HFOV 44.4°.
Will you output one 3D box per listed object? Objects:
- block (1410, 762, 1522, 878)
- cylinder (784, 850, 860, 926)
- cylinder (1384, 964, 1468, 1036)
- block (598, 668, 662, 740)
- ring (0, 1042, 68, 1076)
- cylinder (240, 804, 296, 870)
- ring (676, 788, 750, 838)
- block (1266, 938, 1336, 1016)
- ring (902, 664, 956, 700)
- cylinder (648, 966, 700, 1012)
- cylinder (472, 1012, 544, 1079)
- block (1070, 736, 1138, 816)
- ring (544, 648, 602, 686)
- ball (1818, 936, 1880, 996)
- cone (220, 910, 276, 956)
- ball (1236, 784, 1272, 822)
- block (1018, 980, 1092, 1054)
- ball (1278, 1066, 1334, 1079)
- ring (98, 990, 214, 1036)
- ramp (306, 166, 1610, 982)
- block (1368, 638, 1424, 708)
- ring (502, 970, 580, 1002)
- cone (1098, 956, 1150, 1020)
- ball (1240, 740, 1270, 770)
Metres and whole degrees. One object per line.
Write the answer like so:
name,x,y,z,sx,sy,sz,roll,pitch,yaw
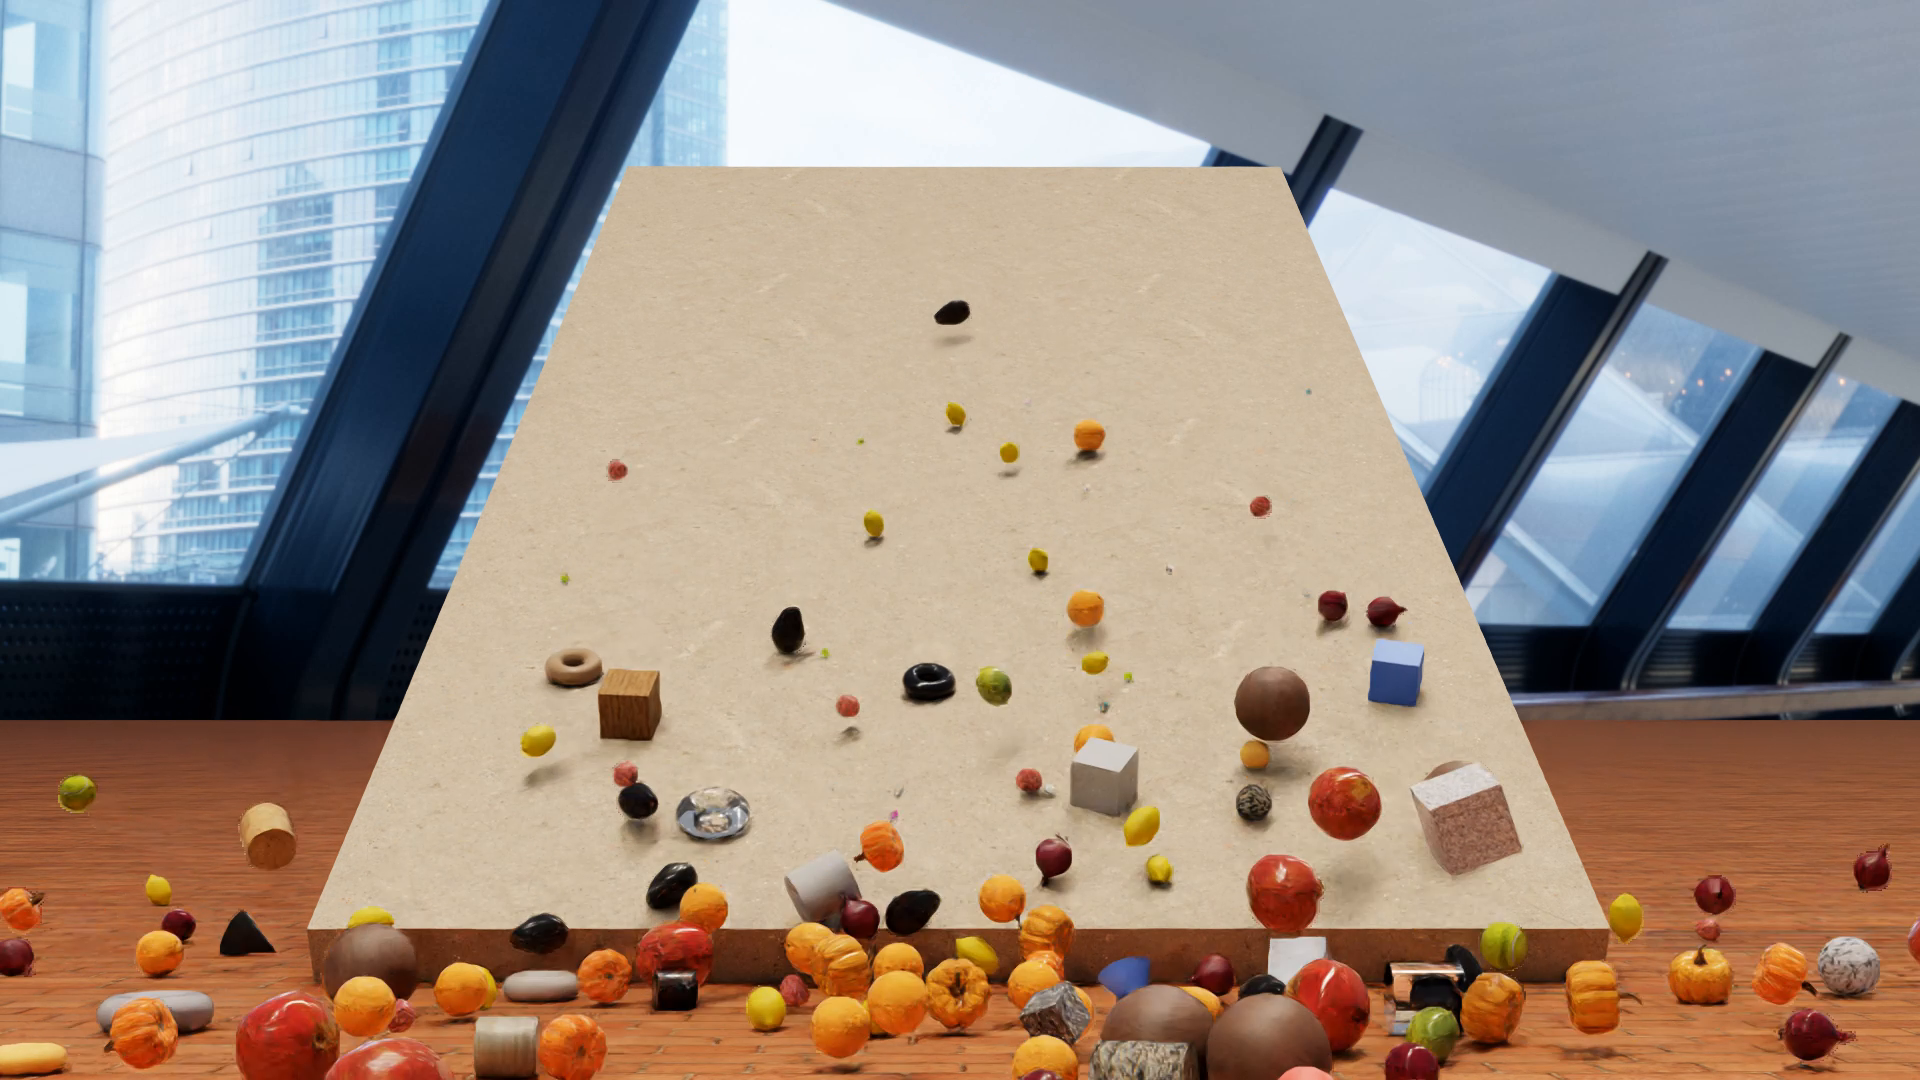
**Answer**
block,0.627,0.346,2.923,0.093,0.093,0.093,-21,13,0
cylinder,-0.211,0.534,3.610,0.087,0.087,0.087,-26,4,-17
cylinder,0.604,0.596,3.057,0.092,0.092,0.092,0,-4,1
block,-0.580,0.290,4.140,0.090,0.090,0.090,2,26,5
ring,-1.087,0.604,2.738,0.092,0.031,0.092,-1,-5,0
cylinder,-1.141,0.489,3.881,0.079,0.079,0.079,2,25,-28
ring,-0.406,0.448,3.870,0.123,0.041,0.123,0,25,0
block,0.467,0.598,3.222,0.077,0.077,0.077,-4,-42,18
ring,-0.056,0.256,4.277,0.098,0.033,0.098,3,28,-2
cylinder,-0.401,0.633,3.308,0.055,0.055,0.055,-15,2,-25
cylinder,-0.516,0.580,2.690,0.069,0.069,0.069,-10,-2,-10
block,0.241,0.395,3.930,0.086,0.086,0.086,12,28,23
ring,-0.710,0.232,4.321,0.106,0.035,0.106,1,26,-1
ball,1.314,0.630,3.479,0.088,0.088,0.088,0,-4,0
cone,-1.215,0.693,4.054,0.083,0.083,0.083,21,-1,8
ball,0.484,0.434,3.882,0.060,0.060,0.060,0,-4,0
block,0.114,0.570,2.812,0.054,0.054,0.054,-25,10,29
ball,0.340,0.553,2.313,0.070,0.070,0.070,0,-4,0
ring,-1.057,0.622,3.094,0.146,0.049,0.146,-1,-5,0
ramp,-0.010,-0.229,5.433,2.000,0.100,4.000,0,26,0
block,0.789,0.240,4.256,0.084,0.084,0.084,8,27,15
ring,-0.611,0.652,3.437,0.112,0.037,0.112,0,-3,0
cone,0.237,0.624,3.226,0.077,0.077,0.077,-12,-36,-9
ball,0.505,0.367,4.029,0.051,0.051,0.051,0,-4,0
